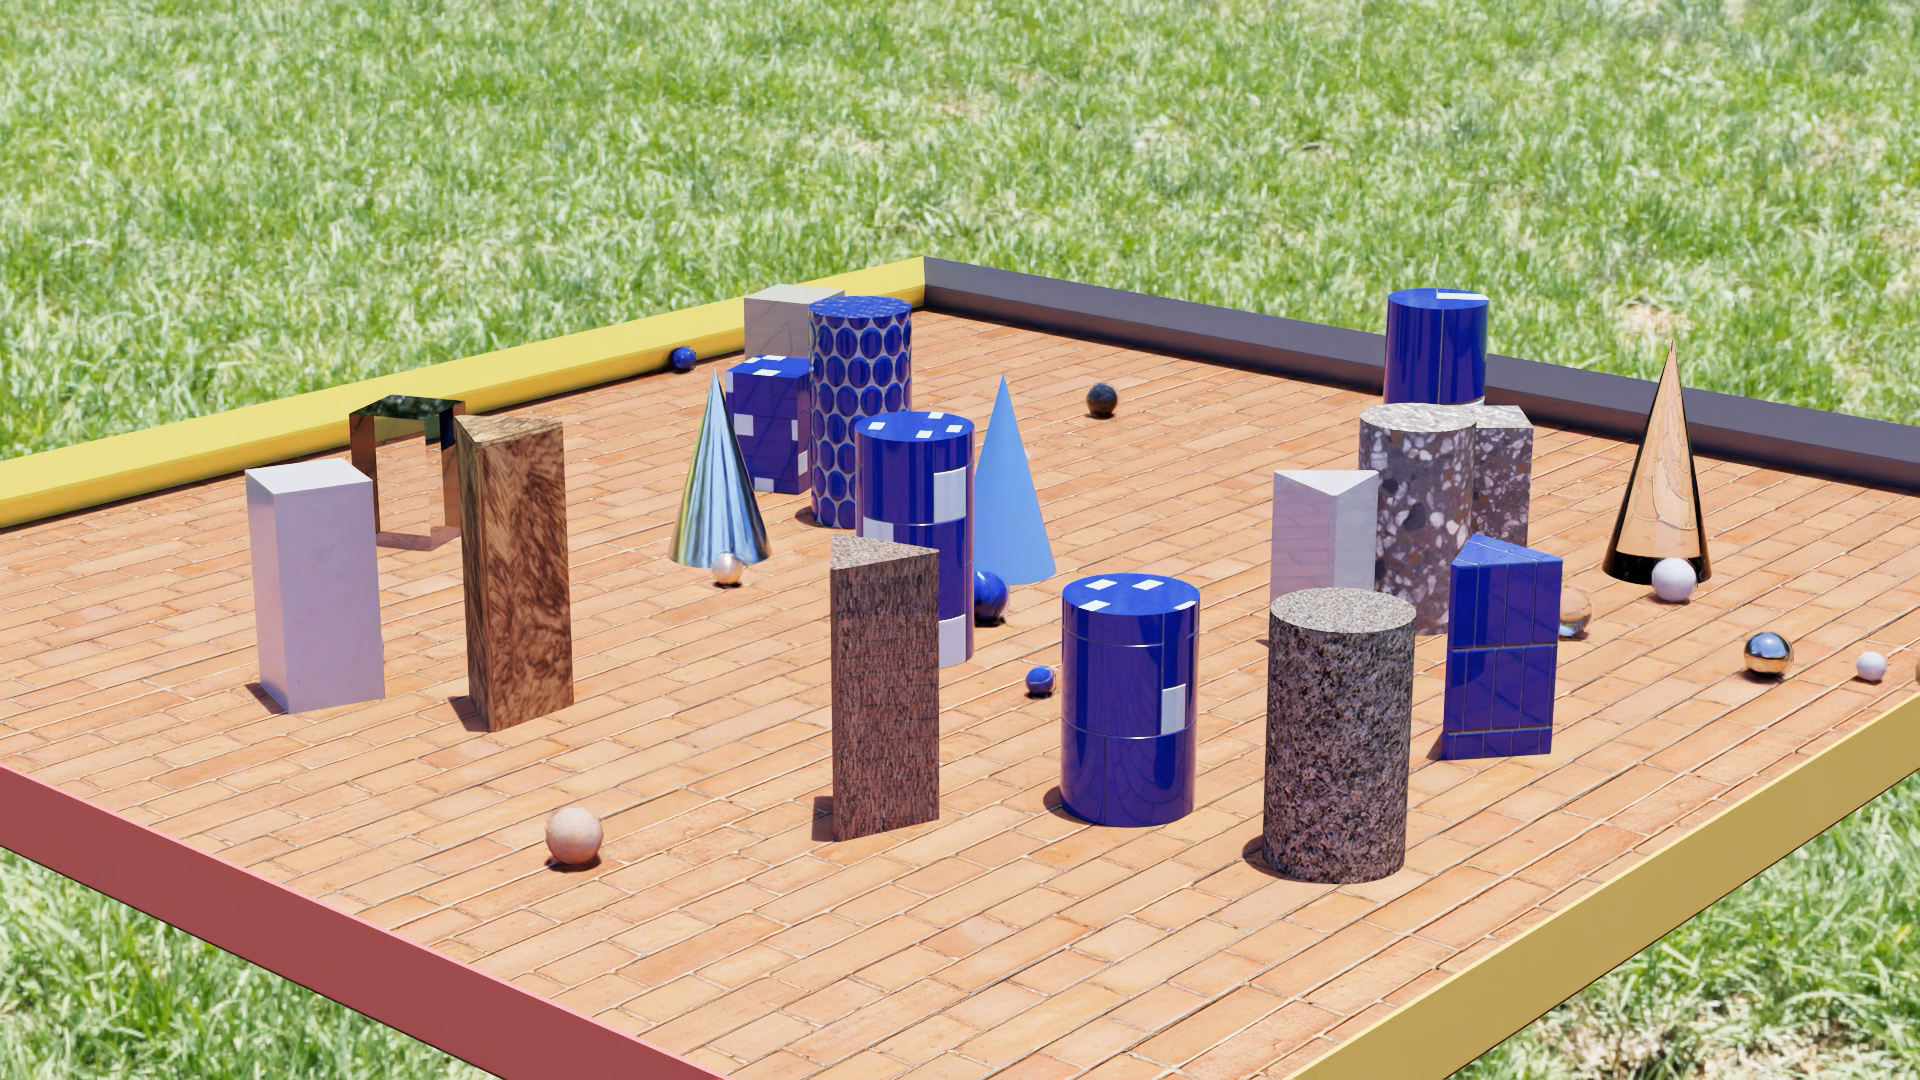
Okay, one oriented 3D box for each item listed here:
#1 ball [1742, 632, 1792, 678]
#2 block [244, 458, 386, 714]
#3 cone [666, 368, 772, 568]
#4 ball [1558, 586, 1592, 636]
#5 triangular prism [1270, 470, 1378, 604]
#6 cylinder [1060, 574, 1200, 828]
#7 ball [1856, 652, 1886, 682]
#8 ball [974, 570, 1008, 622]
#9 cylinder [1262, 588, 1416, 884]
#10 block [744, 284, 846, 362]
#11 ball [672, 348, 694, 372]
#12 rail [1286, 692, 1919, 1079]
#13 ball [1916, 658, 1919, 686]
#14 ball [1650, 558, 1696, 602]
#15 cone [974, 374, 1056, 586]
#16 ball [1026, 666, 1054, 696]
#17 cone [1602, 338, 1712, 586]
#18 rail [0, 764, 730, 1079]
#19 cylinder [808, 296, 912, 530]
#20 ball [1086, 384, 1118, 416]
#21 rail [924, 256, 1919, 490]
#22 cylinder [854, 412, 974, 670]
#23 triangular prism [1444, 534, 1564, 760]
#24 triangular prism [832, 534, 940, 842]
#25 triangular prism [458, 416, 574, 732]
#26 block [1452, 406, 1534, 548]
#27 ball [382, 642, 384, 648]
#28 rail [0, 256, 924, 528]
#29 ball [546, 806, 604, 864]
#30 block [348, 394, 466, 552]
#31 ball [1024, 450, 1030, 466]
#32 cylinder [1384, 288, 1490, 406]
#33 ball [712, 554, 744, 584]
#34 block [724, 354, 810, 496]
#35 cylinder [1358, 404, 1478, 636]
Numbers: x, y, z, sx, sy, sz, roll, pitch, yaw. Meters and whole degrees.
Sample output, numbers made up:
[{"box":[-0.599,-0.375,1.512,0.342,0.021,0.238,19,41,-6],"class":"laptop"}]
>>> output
[{"box":[1.295,0.184,4.705,0.075,0.075,0.075,0,17,0],"class":"ball"},{"box":[-1.011,0.070,4.597,0.155,0.356,0.155,-9,19,-28],"class":"block"},{"box":[-0.440,-0.143,5.317,0.194,0.348,0.194,0,17,0],"class":"cone"},{"box":[1.018,0.119,4.911,0.082,0.082,0.082,0,17,0],"class":"ball"},{"box":[0.578,0.038,4.812,0.145,0.294,0.168,10,19,30],"class":"triangular prism"},{"box":[0.240,0.225,4.156,0.194,0.314,0.194,0,17,0],"class":"cylinder"},{"box":[1.459,0.202,4.694,0.048,0.048,0.048,0,17,0],"class":"ball"},{"box":[0.038,0.096,4.980,0.087,0.087,0.087,0,17,0],"class":"ball"},{"box":[0.511,0.263,3.961,0.194,0.355,0.194,0,17,0],"class":"cylinder"},{"box":[-0.342,-0.362,6.110,0.155,0.309,0.155,8,18,24],"class":"block"},{"box":[-0.635,-0.414,6.725,0.053,0.053,0.053,0,17,0],"class":"ball"},{"box":[1.210,0.335,4.115,0.045,0.126,3.463,14,22,39],"class":"rail"},{"box":[1.547,0.207,4.592,0.097,0.097,0.097,0,17,0],"class":"ball"},{"box":[1.238,0.068,5.089,0.076,0.076,0.076,0,17,0],"class":"ball"},{"box":[0.077,-0.121,5.217,0.194,0.364,0.194,0,17,0],"class":"cone"},{"box":[0.125,0.223,4.628,0.046,0.046,0.046,0,17,0],"class":"ball"},{"box":[1.251,-0.152,5.202,0.194,0.431,0.194,0,17,0],"class":"cone"},{"box":[-1.120,0.404,3.886,3.252,0.126,0.045,14,22,39],"class":"rail"},{"box":[-0.187,-0.242,5.542,0.194,0.407,0.194,0,17,0],"class":"cylinder"},{"box":[0.306,-0.302,6.327,0.069,0.069,0.069,0,17,0],"class":"ball"},{"box":[1.120,-0.341,6.355,3.252,0.126,0.045,14,22,39],"class":"rail"},{"box":[-0.073,0.000,4.780,0.194,0.384,0.194,0,17,0],"class":"cylinder"},{"box":[0.790,0.157,4.400,0.168,0.304,0.145,-3,17,-9],"class":"triangular prism"},{"box":[-0.137,0.198,4.104,0.168,0.395,0.145,-10,19,-30],"class":"triangular prism"},{"box":[-0.714,0.042,4.512,0.145,0.458,0.168,14,22,38],"class":"triangular prism"},{"box":[0.906,-0.068,5.140,0.155,0.307,0.155,0,17,1],"class":"block"},{"box":[-0.969,0.171,4.779,0.058,0.058,0.058,0,17,0],"class":"ball"},{"box":[-1.210,-0.272,6.126,0.045,0.126,3.463,14,22,39],"class":"rail"},{"box":[-0.524,0.401,3.982,0.078,0.078,0.078,0,17,0],"class":"ball"},{"box":[-1.017,-0.126,5.433,0.155,0.248,0.155,6,18,18],"class":"block"},{"box":[0.116,-0.161,5.890,0.051,0.051,0.051,0,17,0],"class":"ball"},{"box":[0.921,-0.279,5.699,0.194,0.388,0.194,0,17,0],"class":"cylinder"},{"box":[-0.410,0.052,5.179,0.055,0.055,0.055,0,17,0],"class":"ball"},{"box":[-0.358,-0.229,5.800,0.155,0.235,0.155,7,18,21],"class":"block"},{"box":[0.766,-0.036,4.954,0.194,0.354,0.194,0,17,0],"class":"cylinder"}]
